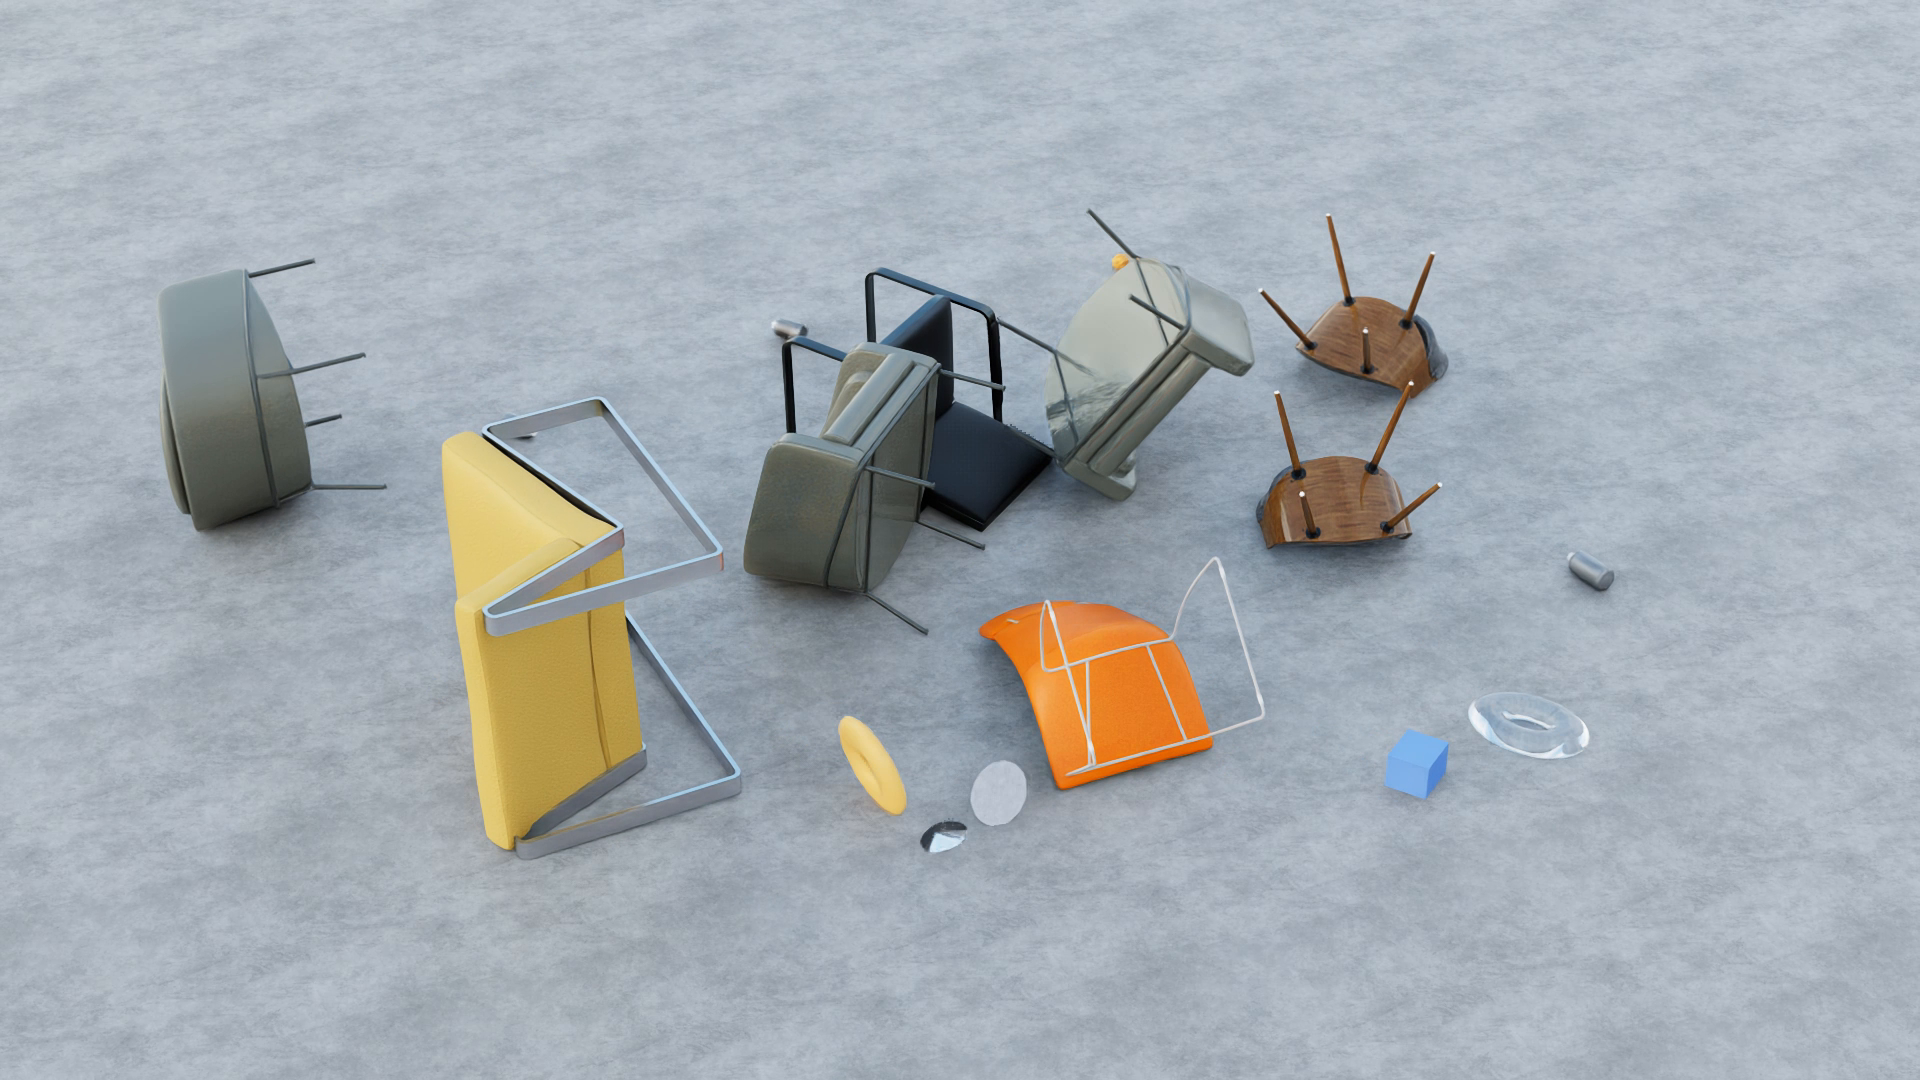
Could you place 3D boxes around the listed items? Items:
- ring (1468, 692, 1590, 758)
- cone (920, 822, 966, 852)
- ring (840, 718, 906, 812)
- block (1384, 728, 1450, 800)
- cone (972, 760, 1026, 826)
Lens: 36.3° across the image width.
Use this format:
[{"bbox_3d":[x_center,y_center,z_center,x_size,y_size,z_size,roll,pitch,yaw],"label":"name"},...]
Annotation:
[{"bbox_3d":[1.923,0.625,9.917,0.422,0.088,0.280,18,39,24],"label":"ring"},{"bbox_3d":[-0.076,0.947,9.467,0.168,0.094,0.105,-12,10,-26],"label":"cone"},{"bbox_3d":[-0.284,0.731,9.518,0.064,0.380,0.282,-34,26,-21],"label":"ring"},{"bbox_3d":[1.512,0.741,9.705,0.146,0.126,0.168,18,38,25],"label":"block"},{"bbox_3d":[0.102,0.815,9.623,0.183,0.217,0.200,22,-1,-15],"label":"cone"}]
